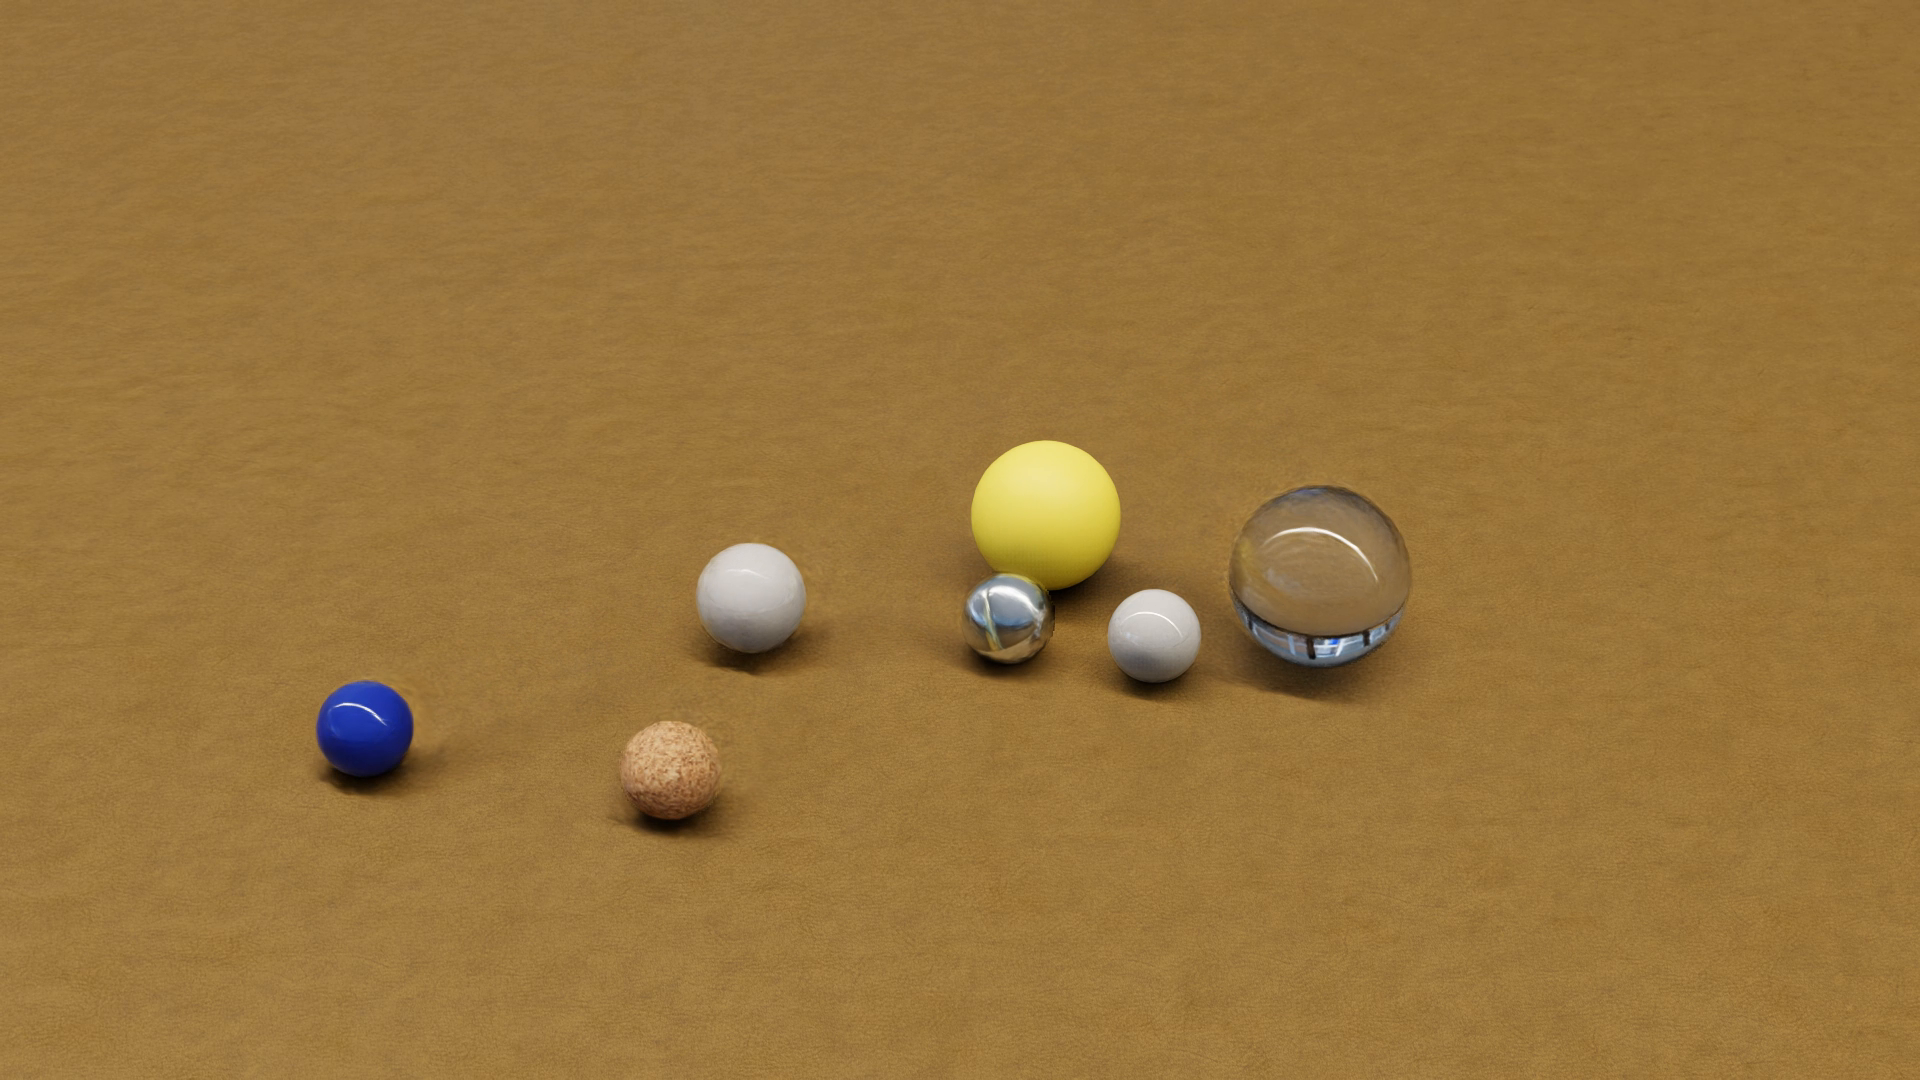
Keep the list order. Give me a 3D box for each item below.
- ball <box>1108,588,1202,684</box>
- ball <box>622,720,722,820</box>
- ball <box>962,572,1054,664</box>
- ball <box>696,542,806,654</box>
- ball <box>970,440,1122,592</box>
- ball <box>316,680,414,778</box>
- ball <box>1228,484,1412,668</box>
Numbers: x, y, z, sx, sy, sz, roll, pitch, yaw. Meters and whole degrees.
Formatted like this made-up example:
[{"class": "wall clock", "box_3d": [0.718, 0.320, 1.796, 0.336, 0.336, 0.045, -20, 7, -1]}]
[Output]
[{"class": "ball", "box_3d": [0.101, 0.050, 1.528, 0.049, 0.049, 0.049, 0, 32, 0]}, {"class": "ball", "box_3d": [-0.140, 0.112, 1.428, 0.048, 0.048, 0.048, 0, 32, 0]}, {"class": "ball", "box_3d": [0.025, 0.041, 1.543, 0.049, 0.049, 0.049, 0, 32, 0]}, {"class": "ball", "box_3d": [-0.110, 0.030, 1.551, 0.058, 0.058, 0.058, 0, 32, 0]}, {"class": "ball", "box_3d": [0.047, -0.013, 1.599, 0.082, 0.082, 0.082, 0, 32, 0]}, {"class": "ball", "box_3d": [-0.295, 0.093, 1.458, 0.048, 0.048, 0.048, 0, 32, 0]}, {"class": "ball", "box_3d": [0.188, 0.019, 1.535, 0.096, 0.096, 0.096, 0, 32, 0]}]
